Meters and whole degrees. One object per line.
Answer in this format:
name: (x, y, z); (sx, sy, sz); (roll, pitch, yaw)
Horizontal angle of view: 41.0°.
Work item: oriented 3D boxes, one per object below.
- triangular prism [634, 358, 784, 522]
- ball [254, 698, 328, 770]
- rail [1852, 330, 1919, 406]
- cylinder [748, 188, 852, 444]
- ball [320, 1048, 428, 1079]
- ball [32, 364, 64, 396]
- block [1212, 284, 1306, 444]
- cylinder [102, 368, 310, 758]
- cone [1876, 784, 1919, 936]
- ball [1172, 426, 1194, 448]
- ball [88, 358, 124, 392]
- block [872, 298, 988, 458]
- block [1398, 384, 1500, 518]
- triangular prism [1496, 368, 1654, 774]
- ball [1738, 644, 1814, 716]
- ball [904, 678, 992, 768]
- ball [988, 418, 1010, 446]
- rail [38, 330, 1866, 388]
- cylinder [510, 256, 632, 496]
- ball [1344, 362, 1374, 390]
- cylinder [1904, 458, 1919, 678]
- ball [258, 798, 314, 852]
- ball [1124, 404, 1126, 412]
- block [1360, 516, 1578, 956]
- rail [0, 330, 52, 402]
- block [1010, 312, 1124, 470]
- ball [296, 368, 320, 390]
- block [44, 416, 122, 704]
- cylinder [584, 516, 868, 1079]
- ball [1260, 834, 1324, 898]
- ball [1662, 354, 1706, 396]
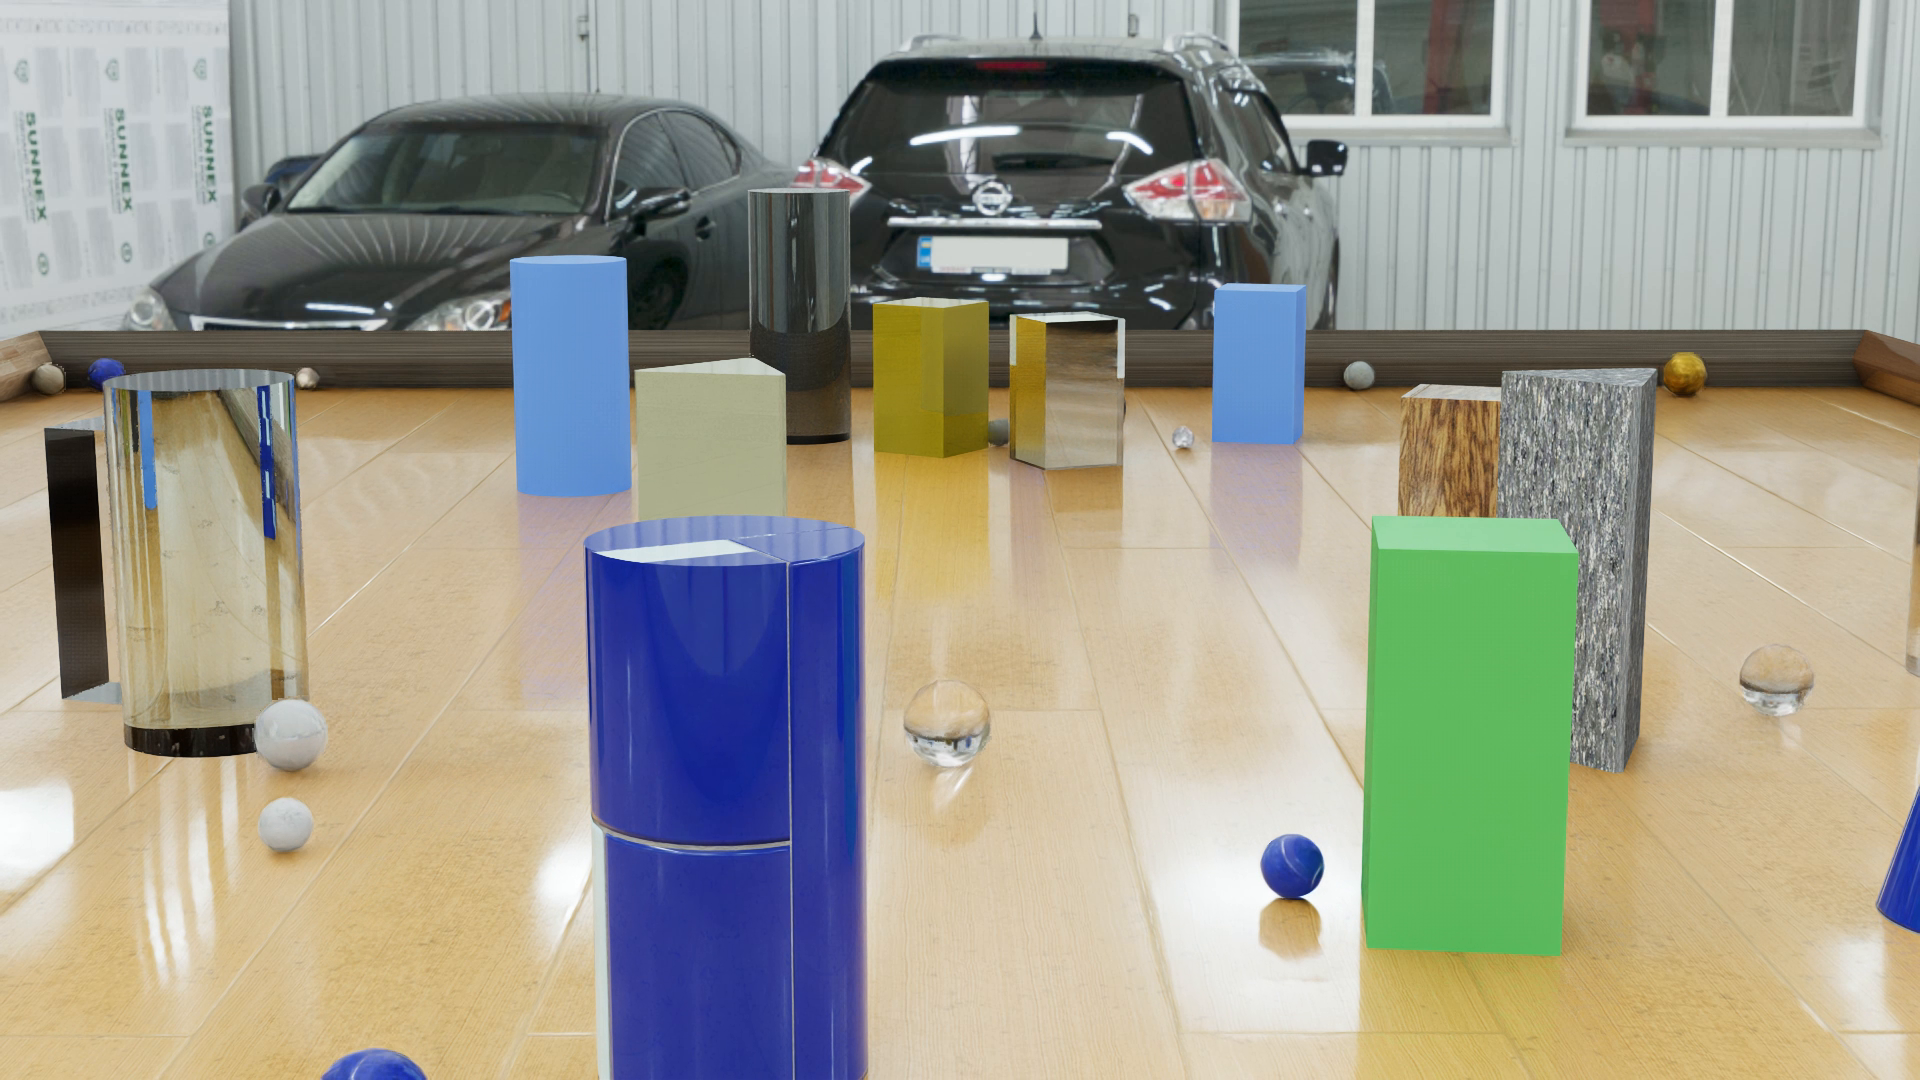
triangular prism: (-0.260, -0.003, 2.925); (0.172, 0.394, 0.149); (2, 11, 13)
ball: (-0.699, 0.203, 2.682); (0.075, 0.075, 0.075); (0, 10, 0)
rail: (2.068, 0.031, 3.460); (0.045, 0.129, 4.937); (0, 10, 0)
cylinder: (-0.314, -0.442, 5.043); (0.199, 0.486, 0.199); (0, 10, 0)
ball: (-0.391, 0.380, 1.709); (0.082, 0.082, 0.082); (0, 10, 0)
ball: (-2.035, -0.357, 5.727); (0.069, 0.069, 0.069); (0, 10, 0)
block: (0.591, -0.349, 5.059); (0.159, 0.297, 0.159); (3, 11, 14)
cylinder: (-0.818, 0.021, 2.796); (0.199, 0.393, 0.199); (0, 10, 0)
cone: (0.899, 0.141, 2.191); (0.199, 0.377, 0.199); (0, 10, 0)
ball: (0.430, -0.199, 4.945); (0.043, 0.043, 0.043); (0, 10, 0)
ball: (-1.930, -0.373, 5.795); (0.076, 0.076, 0.076); (0, 10, 0)
block: (-0.055, -0.312, 4.901); (0.159, 0.283, 0.159); (7, 12, 32)
block: (0.727, -0.082, 3.706); (0.159, 0.264, 0.159); (4, 11, 19)
triangular prism: (0.689, 0.023, 2.750); (0.149, 0.405, 0.172); (-9, 14, -39)
ball: (0.924, 0.159, 2.904); (0.082, 0.082, 0.082); (0, 10, 0)
ball: (-0.013, 0.192, 2.695); (0.093, 0.093, 0.093); (0, 10, 0)
ball: (0.074, -0.209, 4.968); (0.055, 0.055, 0.055); (0, 10, 0)
rail: (-0.014, -0.412, 5.853); (4.183, 0.129, 0.045); (0, 10, 0)
cylinder: (-0.674, -0.287, 4.448); (0.199, 0.397, 0.199); (0, 10, 0)
ball: (0.905, -0.373, 5.822); (0.066, 0.066, 0.066); (0, 10, 0)
cylinder: (1.252, -0.042, 3.078); (0.199, 0.414, 0.199); (0, 10, 0)
ball: (-0.632, 0.267, 2.406); (0.051, 0.051, 0.051); (0, 10, 0)
ball: (0.310, -0.271, 5.285); (0.062, 0.062, 0.062); (0, 10, 0)
block: (0.429, 0.162, 2.182); (0.159, 0.340, 0.159); (1, 11, 7)
rail: (-2.068, 0.035, 3.437); (0.045, 0.129, 4.937); (0, 10, 0)
block: (0.197, -0.278, 4.749); (0.159, 0.270, 0.159); (-4, 11, -23)
ball: (-1.481, -0.366, 5.823); (0.052, 0.052, 0.052); (0, 10, 0)
block: (-0.946, 0.019, 3.008); (0.159, 0.319, 0.159); (3, 11, 17)
cylinder: (-0.166, 0.194, 1.852); (0.199, 0.396, 0.199); (0, 10, 0)
ball: (0.294, 0.289, 2.272); (0.057, 0.057, 0.057); (0, 10, 0)
ball: (1.616, -0.368, 5.719); (0.095, 0.095, 0.095); (0, 10, 0)
